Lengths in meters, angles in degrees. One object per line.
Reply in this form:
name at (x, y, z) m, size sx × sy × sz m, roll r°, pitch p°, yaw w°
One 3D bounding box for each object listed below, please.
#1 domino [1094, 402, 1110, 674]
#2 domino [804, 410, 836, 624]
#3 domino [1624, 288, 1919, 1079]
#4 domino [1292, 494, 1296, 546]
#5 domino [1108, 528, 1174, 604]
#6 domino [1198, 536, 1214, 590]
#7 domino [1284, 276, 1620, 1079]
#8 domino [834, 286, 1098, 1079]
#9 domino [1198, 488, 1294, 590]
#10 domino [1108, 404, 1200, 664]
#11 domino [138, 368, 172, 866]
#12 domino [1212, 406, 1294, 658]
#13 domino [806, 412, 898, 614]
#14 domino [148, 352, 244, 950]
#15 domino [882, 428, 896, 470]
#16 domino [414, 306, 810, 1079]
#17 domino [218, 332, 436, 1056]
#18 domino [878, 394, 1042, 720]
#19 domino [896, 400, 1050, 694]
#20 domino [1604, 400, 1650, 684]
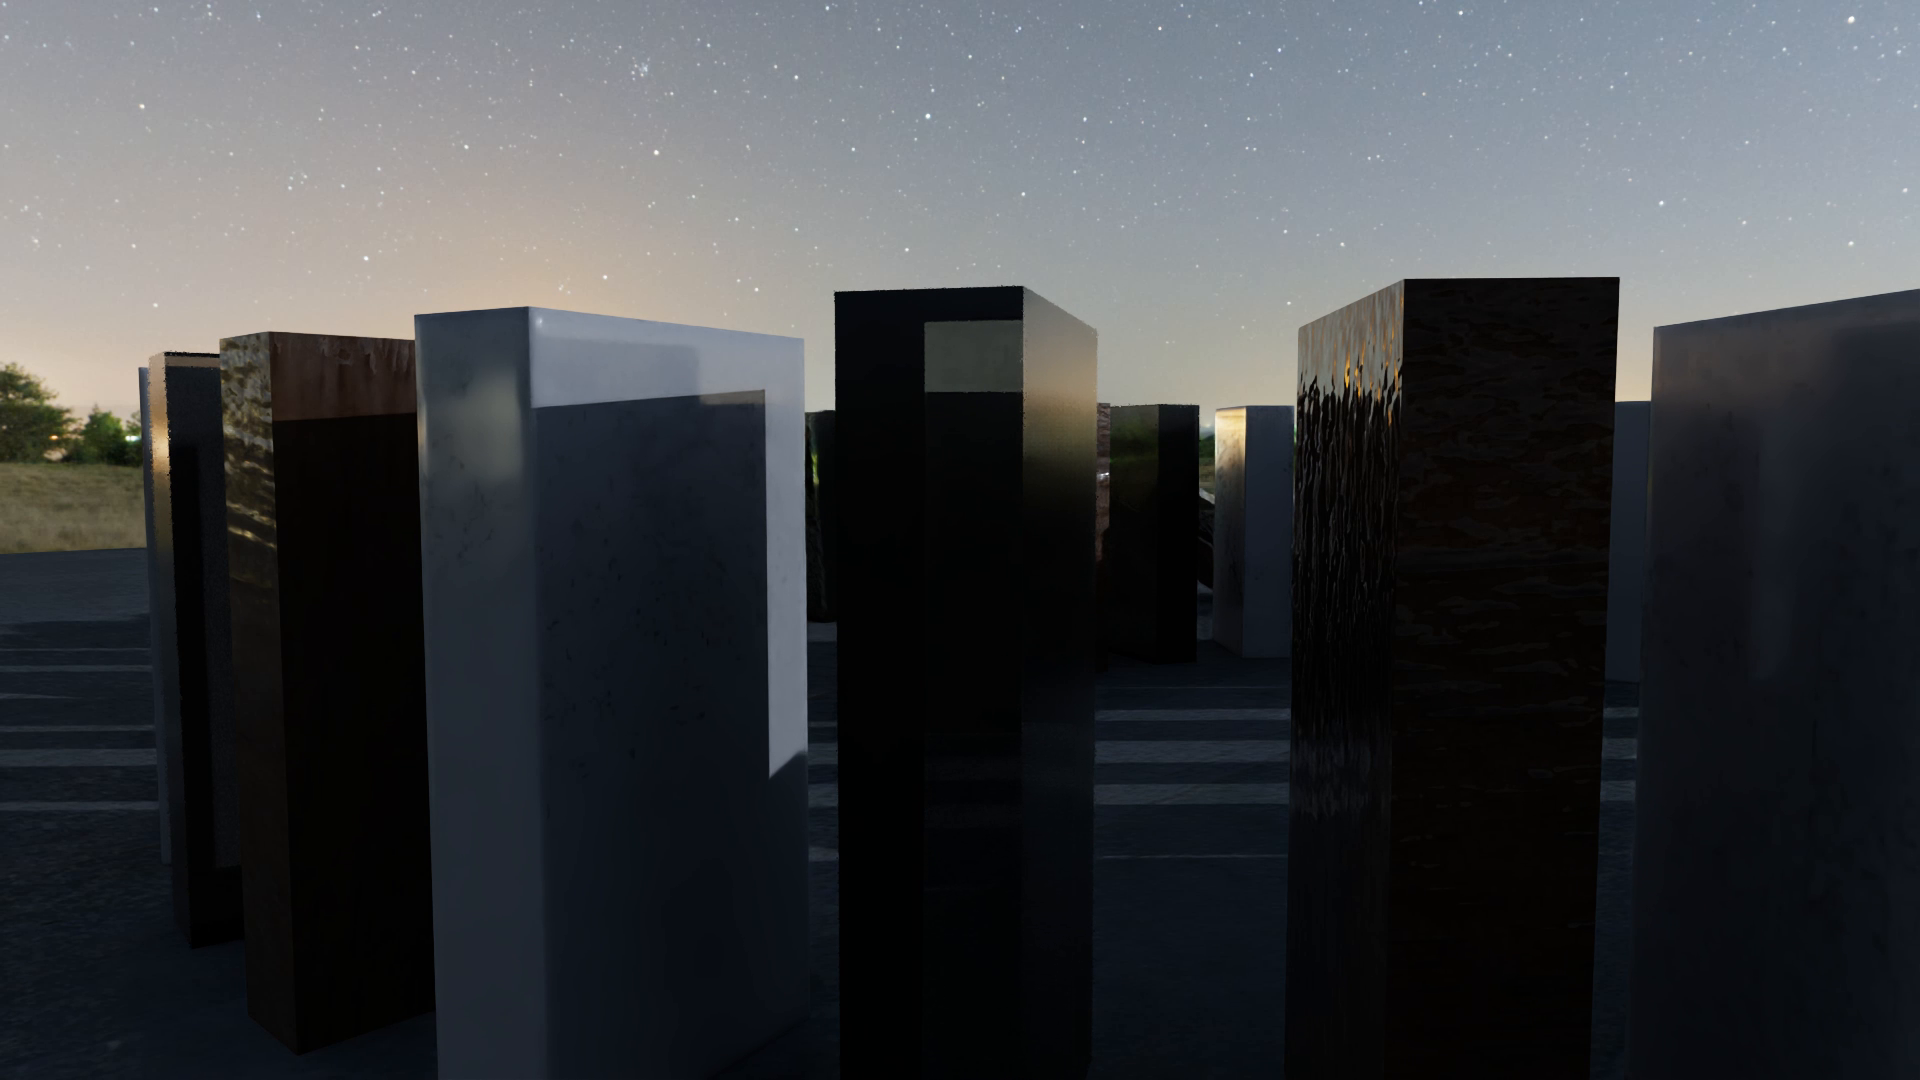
domino at (0.016, -0.001, 0.245) m, size 0.009 × 0.050 × 0.025 m, roll -4°, pitch 6°, yaw -41°
domino at (-0.037, -0.006, 0.315) m, size 0.009 × 0.050 × 0.025 m, roll -7°, pitch 8°, yaw -34°
domino at (0.051, 0.012, 0.073) m, size 0.009 × 0.050 × 0.025 m, roll 0°, pitch 4°, yaw -5°
domino at (0.104, 0.001, 0.350) m, size 0.050 × 0.009 × 0.025 m, roll 30°, pitch 16°, yaw 20°
domino at (0.032, -0.002, 0.349) m, size 0.050 × 0.009 × 0.025 m, roll 37°, pitch -2°, yaw -10°
domino at (0.056, -0.001, 0.356) m, size 0.050 × 0.009 × 0.025 m, roll 32°, pitch 7°, yaw 3°
domino at (0.026, 0.012, 0.072) m, size 0.009 × 0.050 × 0.025 m, roll 0°, pitch 4°, yaw 4°
domino at (0.001, 0.012, 0.076) m, size 0.009 × 0.050 × 0.025 m, roll 1°, pitch 4°, yaw 14°
domino at (0.080, 0.000, 0.355) m, size 0.050 × 0.010 × 0.025 m, roll 31°, pitch 12°, yaw 13°
domino at (0.037, -0.002, 0.259) m, size 0.009 × 0.050 × 0.025 m, roll -2°, pitch 5°, yaw -26°
domino at (-0.072, 0.007, 0.138) m, size 0.025 × 0.050 × 0.009 m, roll -3°, pitch 5°, yaw -31°
domino at (0.060, -0.002, 0.265) m, size 0.009 × 0.050 × 0.025 m, roll 0°, pitch 4°, yaw -3°
domino at (-0.023, -0.007, 0.325) m, size 0.009 × 0.050 × 0.025 m, roll -23°, pitch 14°, yaw -23°
domino at (-0.058, 0.009, 0.118) m, size 0.025 × 0.050 × 0.010 m, roll -3°, pitch 6°, yaw -39°
domino at (-0.007, -0.006, 0.335) m, size 0.009 × 0.050 × 0.025 m, roll -37°, pitch 15°, yaw -14°
domino at (-0.021, 0.011, 0.085) m, size 0.010 × 0.050 × 0.025 m, roll 2°, pitch 5°, yaw 30°
domino at (-0.041, 0.010, 0.100) m, size 0.010 × 0.050 × 0.025 m, roll 4°, pitch 6°, yaw 42°
domino at (0.000, 0.002, 0.201) m, size 0.025 × 0.050 × 0.009 m, roll 0°, pitch 4°, yaw 0°
domino at (0.002, 0.001, 0.225) m, size 0.025 × 0.050 × 0.009 m, roll 1°, pitch 4°, yaw 15°
domino at (0.127, 0.000, 0.237) m, size 0.025 × 0.050 × 0.009 m, roll -4°, pitch 6°, yaw -41°
